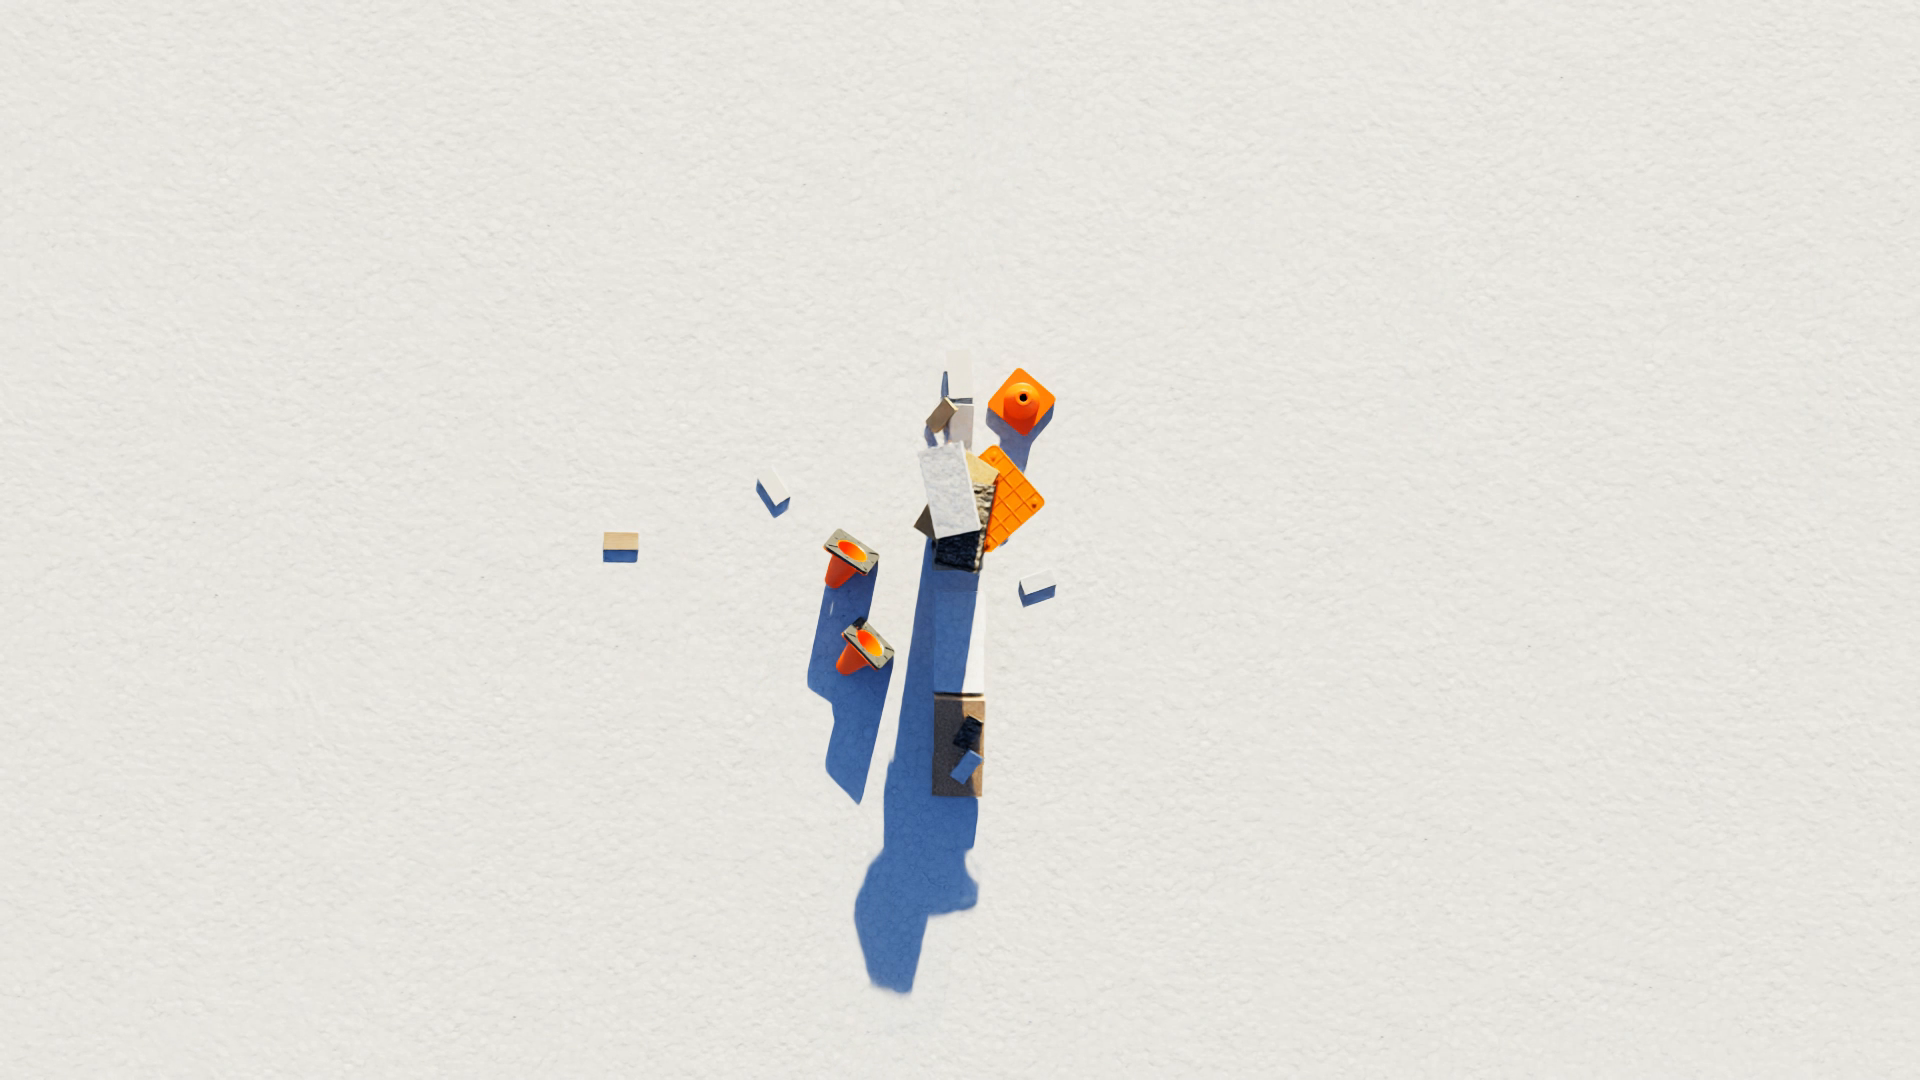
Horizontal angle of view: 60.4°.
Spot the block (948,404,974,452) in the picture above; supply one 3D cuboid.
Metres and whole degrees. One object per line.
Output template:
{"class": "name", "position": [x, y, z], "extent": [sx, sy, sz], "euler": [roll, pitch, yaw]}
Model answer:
{"class": "block", "position": [0.003, -0.371, 5.472], "extent": [0.080, 0.023, 0.160], "euler": [2, 102, 0]}

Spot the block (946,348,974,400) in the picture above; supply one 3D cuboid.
{"class": "block", "position": [0.000, -0.550, 5.466], "extent": [0.080, 0.023, 0.160], "euler": [-4, 90, 0]}

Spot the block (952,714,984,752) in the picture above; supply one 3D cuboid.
{"class": "block", "position": [0.025, 0.628, 5.378], "extent": [0.055, 0.016, 0.111], "euler": [27, 101, -6]}

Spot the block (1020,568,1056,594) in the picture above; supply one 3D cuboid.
{"class": "block", "position": [0.260, 0.139, 5.492], "extent": [0.111, 0.016, 0.055], "euler": [-19, 90, 0]}

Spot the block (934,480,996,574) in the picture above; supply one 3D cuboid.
{"class": "block", "position": [0.016, -0.046, 5.036], "extent": [0.136, 0.039, 0.272], "euler": [13, 97, 9]}

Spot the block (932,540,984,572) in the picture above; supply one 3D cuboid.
{"class": "block", "position": [-0.010, -0.064, 5.156], "extent": [0.160, 0.045, 0.320], "euler": [-1, 90, 0]}

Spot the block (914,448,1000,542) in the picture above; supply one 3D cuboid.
{"class": "block", "position": [-0.010, -0.124, 5.073], "extent": [0.136, 0.039, 0.286], "euler": [33, 100, 6]}

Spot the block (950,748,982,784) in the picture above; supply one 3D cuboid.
{"class": "block", "position": [0.020, 0.741, 5.394], "extent": [0.055, 0.016, 0.111], "euler": [34, 107, -11]}

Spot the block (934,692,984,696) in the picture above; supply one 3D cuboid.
{"class": "block", "position": [-0.004, 0.549, 5.476], "extent": [0.166, 0.047, 0.332], "euler": [0, 90, 0]}

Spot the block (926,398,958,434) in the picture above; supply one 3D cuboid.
{"class": "block", "position": [-0.062, -0.411, 5.459], "extent": [0.057, 0.016, 0.114], "euler": [49, 120, 14]}

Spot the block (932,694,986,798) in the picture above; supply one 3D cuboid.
{"class": "block", "position": [-0.005, 0.678, 5.421], "extent": [0.166, 0.047, 0.332], "euler": [2, 102, 0]}

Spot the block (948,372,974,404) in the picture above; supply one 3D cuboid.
{"class": "block", "position": [0.003, -0.481, 5.489], "extent": [0.080, 0.023, 0.160], "euler": [1, 90, 0]}

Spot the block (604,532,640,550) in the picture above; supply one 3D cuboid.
{"class": "block", "position": [-1.127, 0.002, 5.492], "extent": [0.114, 0.016, 0.057], "euler": [1, 90, 0]}

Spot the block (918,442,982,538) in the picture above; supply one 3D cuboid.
{"class": "block", "position": [-0.032, -0.152, 4.996], "extent": [0.136, 0.039, 0.272], "euler": [-11, 93, 12]}

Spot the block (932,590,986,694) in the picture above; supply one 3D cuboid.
{"class": "block", "position": [-0.002, 0.338, 5.438], "extent": [0.166, 0.047, 0.332], "euler": [1, 79, 0]}

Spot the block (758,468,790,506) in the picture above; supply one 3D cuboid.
{"class": "block", "position": [-0.620, -0.178, 5.492], "extent": [0.057, 0.016, 0.114], "euler": [-33, 90, 0]}
